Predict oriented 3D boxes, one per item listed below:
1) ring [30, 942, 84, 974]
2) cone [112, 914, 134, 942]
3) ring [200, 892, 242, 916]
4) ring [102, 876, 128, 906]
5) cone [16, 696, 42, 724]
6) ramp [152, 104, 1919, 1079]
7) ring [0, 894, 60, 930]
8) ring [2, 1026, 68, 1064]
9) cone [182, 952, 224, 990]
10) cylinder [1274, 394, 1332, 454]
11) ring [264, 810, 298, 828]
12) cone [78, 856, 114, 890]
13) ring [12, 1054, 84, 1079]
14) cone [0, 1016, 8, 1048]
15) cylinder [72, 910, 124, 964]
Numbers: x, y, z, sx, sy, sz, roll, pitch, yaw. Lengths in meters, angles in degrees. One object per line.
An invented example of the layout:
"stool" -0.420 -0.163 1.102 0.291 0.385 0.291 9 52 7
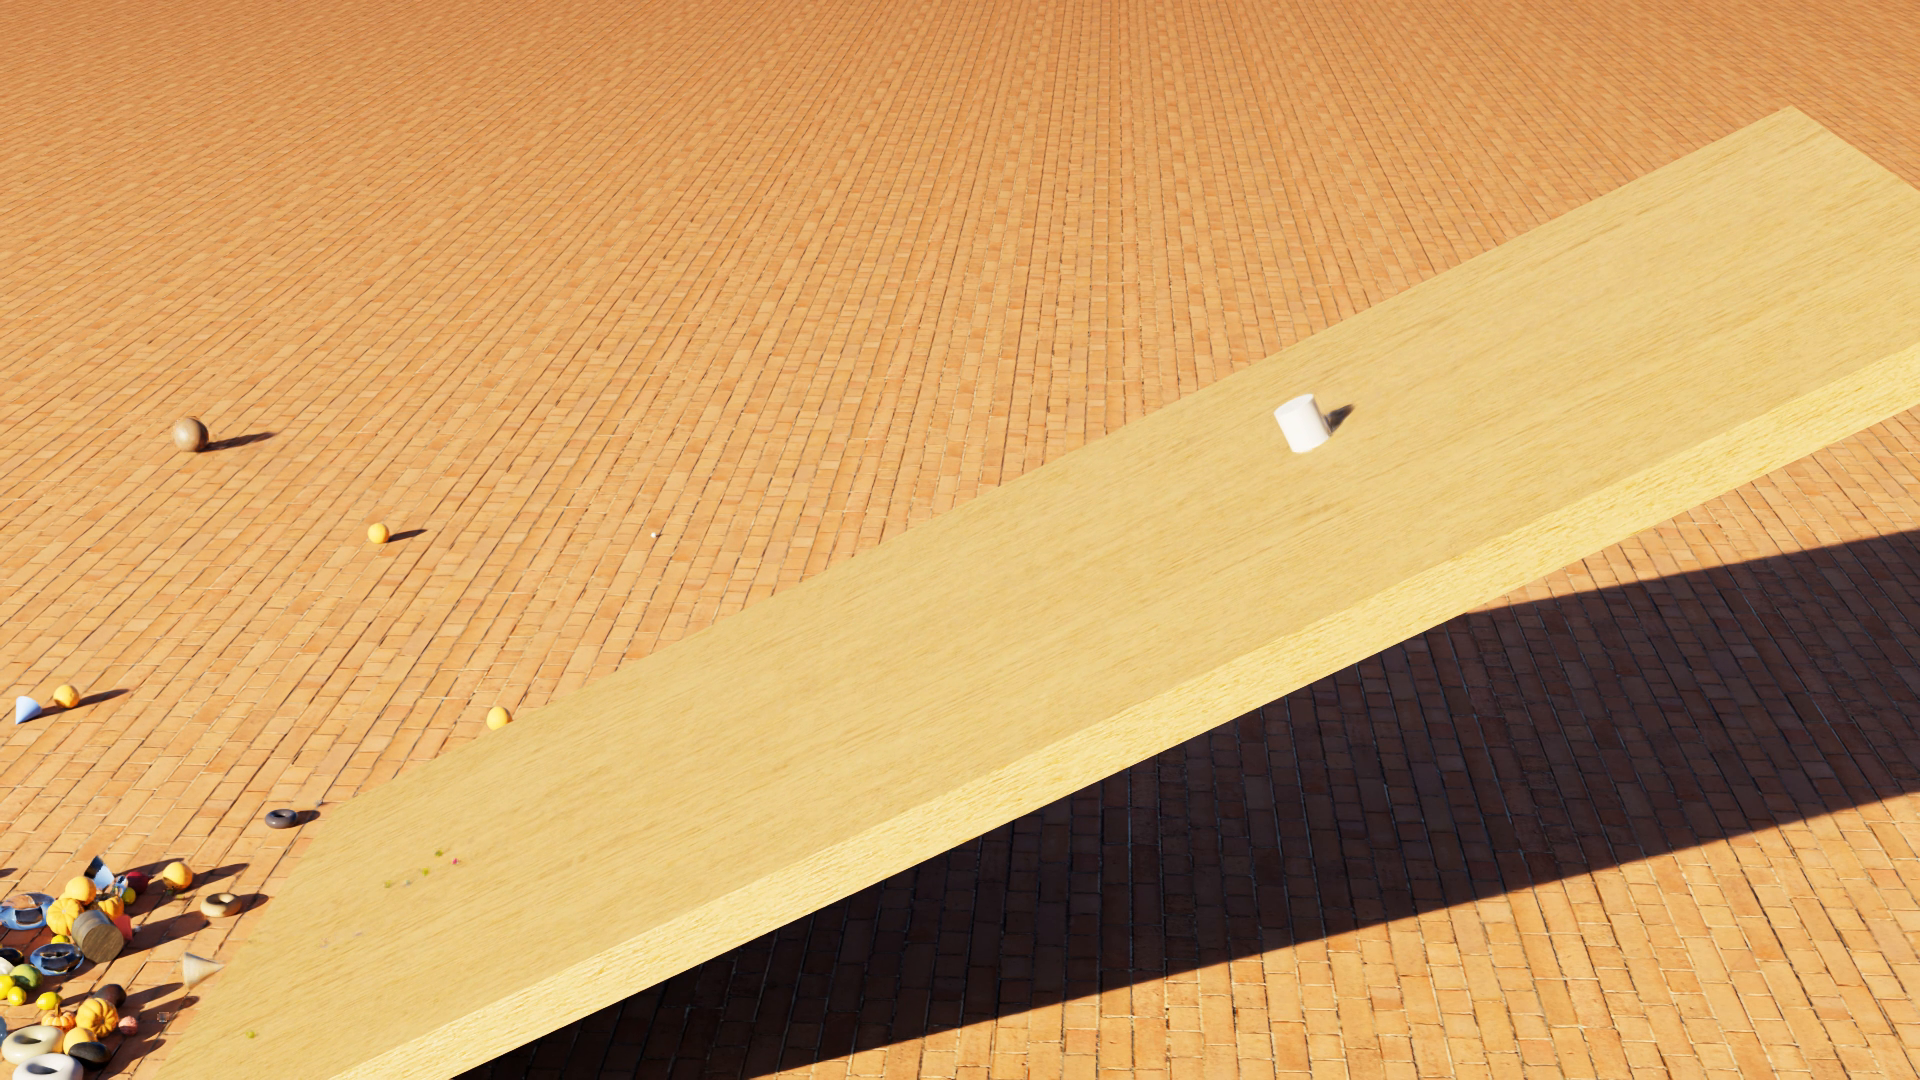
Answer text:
"ring" -2.107 0.976 6.858 0.123 0.041 0.123 1 18 0
"cone" -1.988 0.937 7.010 0.062 0.062 0.062 41 36 25
"ring" -1.799 0.888 7.161 0.098 0.033 0.098 1 18 0
"ring" -2.067 0.859 7.195 0.029 0.087 0.087 39 4 -21
"cone" -2.687 0.503 8.429 0.077 0.077 0.077 5 44 16
"ramp" 0.140 0.168 6.281 4.000 0.100 2.000 -26 14 10
"ring" -2.251 0.897 7.108 0.145 0.048 0.145 0 18 0
"ring" -2.022 1.104 6.426 0.140 0.047 0.140 -1 17 0
"cone" -1.708 0.973 6.674 0.087 0.087 0.087 -8 17 -1
"cylinder" 0.728 -0.247 6.238 0.092 0.092 0.092 -26 14 7
"ring" -1.774 0.729 7.692 0.088 0.029 0.088 1 18 0
"cone" -2.115 0.845 7.287 0.095 0.095 0.095 28 19 0
"ring" -1.950 1.145 6.290 0.146 0.049 0.146 1 18 0
"cone" -2.128 1.086 6.490 0.096 0.096 0.096 2 -10 6
"cylinder" -2.027 0.931 6.910 0.096 0.096 0.096 -10 20 -30
